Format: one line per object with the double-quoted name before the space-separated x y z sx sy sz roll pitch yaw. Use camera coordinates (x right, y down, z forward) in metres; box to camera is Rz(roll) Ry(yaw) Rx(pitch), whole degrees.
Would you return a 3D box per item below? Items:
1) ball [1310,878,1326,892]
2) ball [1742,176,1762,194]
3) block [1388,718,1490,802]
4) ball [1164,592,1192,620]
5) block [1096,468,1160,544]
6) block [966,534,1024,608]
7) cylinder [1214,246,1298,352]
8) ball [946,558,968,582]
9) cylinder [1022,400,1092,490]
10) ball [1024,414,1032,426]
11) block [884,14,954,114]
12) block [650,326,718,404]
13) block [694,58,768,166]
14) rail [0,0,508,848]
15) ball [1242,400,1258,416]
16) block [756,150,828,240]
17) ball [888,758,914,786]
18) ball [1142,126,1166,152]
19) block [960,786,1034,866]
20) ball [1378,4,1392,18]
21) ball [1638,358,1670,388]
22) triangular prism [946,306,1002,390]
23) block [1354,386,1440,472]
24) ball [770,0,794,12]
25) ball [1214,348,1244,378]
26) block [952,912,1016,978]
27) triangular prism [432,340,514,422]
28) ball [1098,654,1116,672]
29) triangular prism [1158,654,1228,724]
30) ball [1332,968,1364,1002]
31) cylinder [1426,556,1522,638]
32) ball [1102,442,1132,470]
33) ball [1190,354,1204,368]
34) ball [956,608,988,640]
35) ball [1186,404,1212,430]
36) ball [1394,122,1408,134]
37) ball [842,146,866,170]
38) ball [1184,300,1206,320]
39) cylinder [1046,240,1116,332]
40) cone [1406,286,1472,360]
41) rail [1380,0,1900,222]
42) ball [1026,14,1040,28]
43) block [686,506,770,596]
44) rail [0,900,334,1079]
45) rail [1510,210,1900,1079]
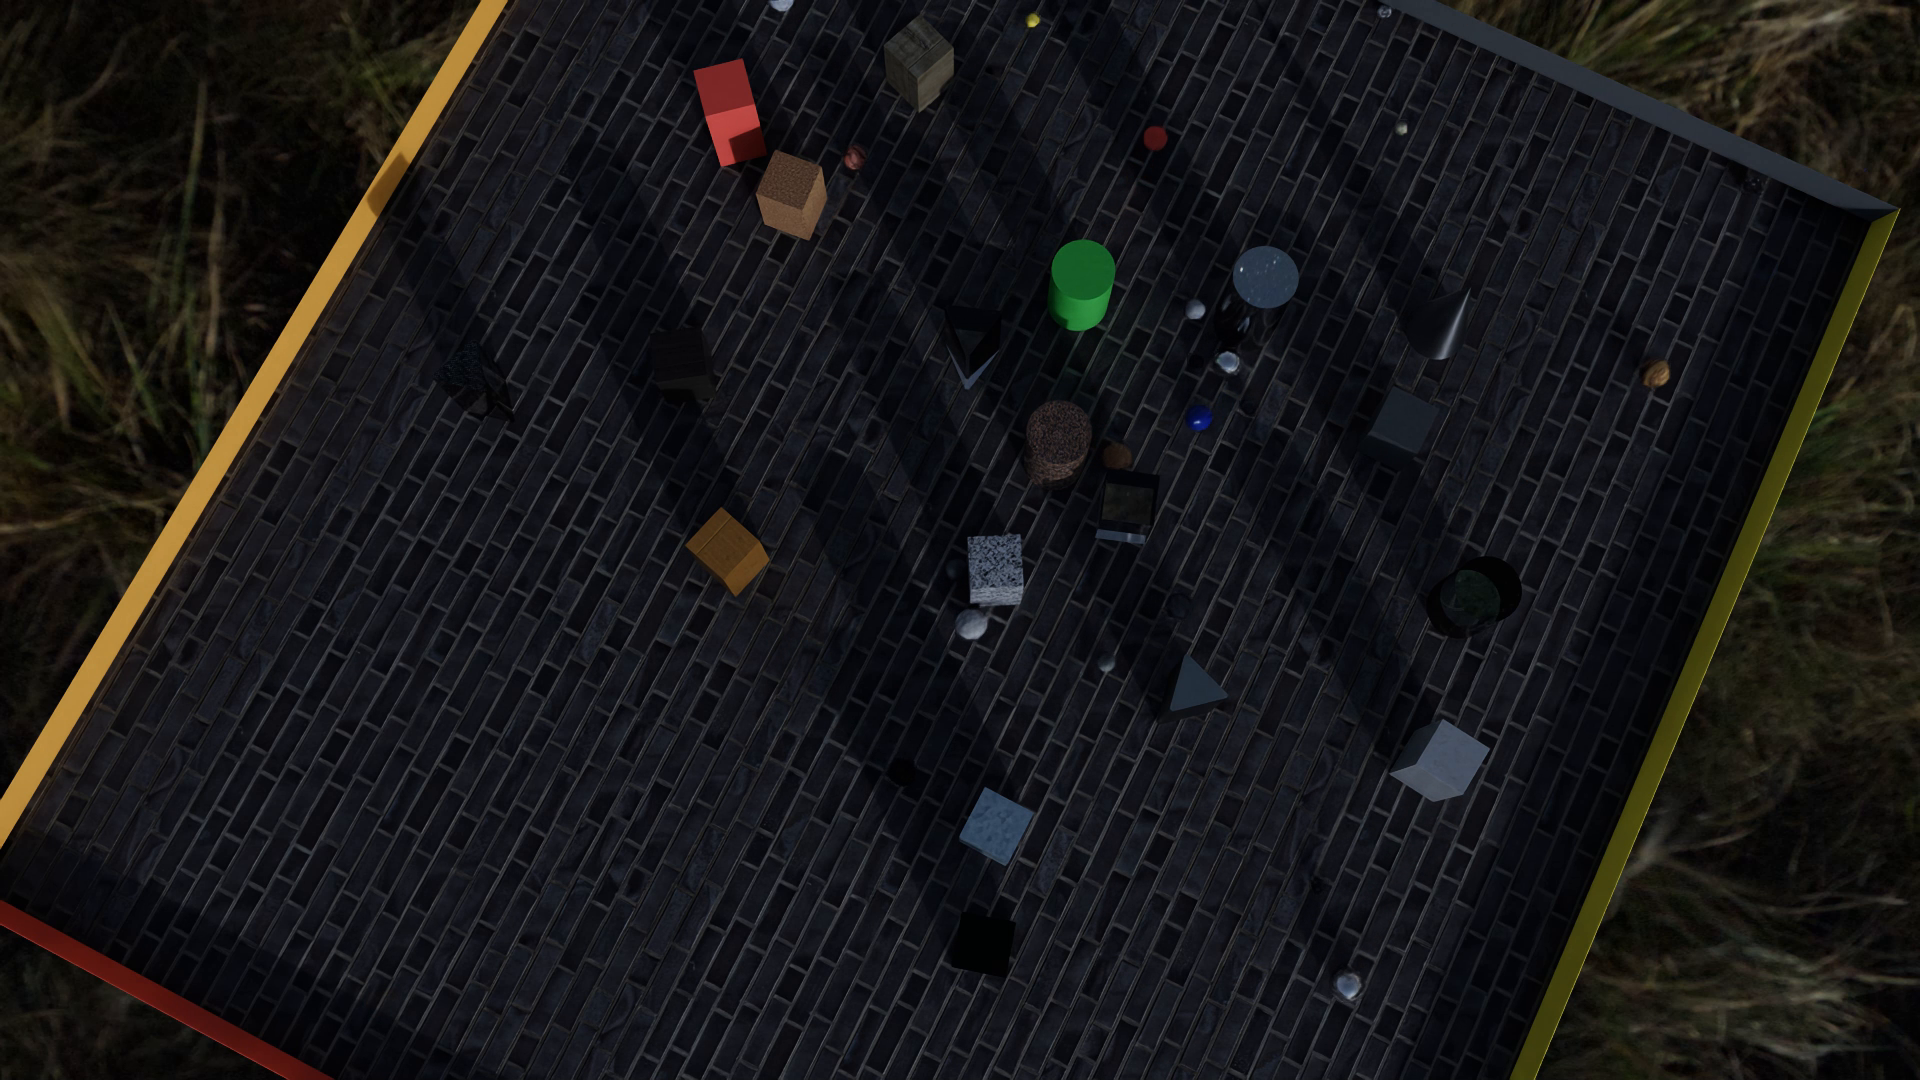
"ball" 1.052 1.015 5.385 0.043 0.043 0.043 0 78 0
"ball" 2.515 -1.128 5.820 0.058 0.058 0.058 0 78 0
"block" 1.386 0.642 5.315 0.154 0.330 0.154 33 80 6
"ball" 0.660 0.200 5.533 0.083 0.083 0.083 0 78 0
"block" 0.500 -0.098 5.498 0.154 0.271 0.154 8 78 2
"block" 0.103 0.093 5.439 0.154 0.310 0.154 -3 78 -1
"cylinder" 0.892 -0.725 5.553 0.192 0.419 0.192 0 78 0
"ball" -0.010 0.091 5.563 0.068 0.068 0.068 0 78 0
"cylinder" 0.289 -0.281 5.502 0.192 0.338 0.192 0 78 0
"ball" 0.225 -0.363 5.667 0.049 0.049 0.049 0 78 0
"block" -0.128 -1.505 5.801 0.154 0.248 0.154 -43 81 -8
"block" -0.844 -0.532 5.604 0.154 0.241 0.154 -9 78 -2
"block" -0.710 -1.324 5.699 0.154 0.375 0.154 -15 79 -3
"rail" -1.902 -0.925 5.743 0.045 0.125 4.491 26 80 5
"ball" 0.895 -0.410 5.676 0.049 0.049 0.049 0 78 0
"block" -0.522 -1.072 5.708 0.154 0.254 0.154 21 79 4
"ball" -0.173 0.688 5.434 0.078 0.078 0.078 0 78 0
"ball" 0.620 -1.278 5.841 0.078 0.078 0.078 0 78 0
"block" 0.102 0.825 5.259 0.154 0.365 0.154 27 80 5
"ball" 1.379 -1.717 5.949 0.044 0.044 0.044 0 78 0
"ball" 2.151 -0.516 5.677 0.091 0.091 0.091 0 78 0
"triangular prism" 0.015 -0.612 5.563 0.144 0.353 0.166 36 81 7
"block" 1.327 -0.336 5.568 0.154 0.231 0.154 28 80 5
"ball" -0.577 -1.756 5.938 0.082 0.082 0.082 0 78 0
"ball" 0.831 -0.547 5.683 0.092 0.092 0.092 0 78 0
"block" 0.066 1.153 5.230 0.154 0.290 0.154 11 79 2
"triangular prism" -1.447 -0.490 5.545 0.166 0.339 0.144 15 79 3
"ball" 0.441 0.368 5.512 0.055 0.055 0.055 0 78 0
"triangular prism" 0.656 0.427 5.344 0.166 0.361 0.144 -13 79 -3
"ball" 1.123 1.287 5.302 0.094 0.094 0.094 0 78 0
"cylinder" 1.515 0.173 5.414 0.192 0.326 0.192 0 78 0
"ball" 0.482 -0.253 5.622 0.091 0.091 0.091 0 78 0
"ball" 0.738 -0.556 5.708 0.046 0.046 0.046 0 78 0
"ball" 0.035 0.253 5.515 0.096 0.096 0.096 0 78 0
"ball" 0.739 -0.378 5.654 0.080 0.080 0.080 0 78 0
"ball" 1.413 -1.318 5.868 0.042 0.042 0.042 0 78 0
"ball" -0.335 -1.214 5.829 0.075 0.075 0.075 0 78 0
"ball" 0.735 -0.720 5.732 0.065 0.065 0.065 0 78 0
"cylinder" 0.370 -0.779 5.628 0.192 0.293 0.192 0 78 0
"cone" 1.495 -0.699 5.556 0.192 0.402 0.192 0 78 0
"rail" 0.994 -1.940 5.953 4.300 0.125 0.045 26 80 5
"ball" 0.234 -1.684 5.942 0.045 0.045 0.045 0 78 0
"block" -0.690 0.039 5.459 0.154 0.292 0.154 41 81 8
"rail" -0.994 1.953 5.148 4.300 0.125 0.045 26 80 5
"rail" 1.902 0.938 5.358 0.045 0.125 4.491 26 80 5
